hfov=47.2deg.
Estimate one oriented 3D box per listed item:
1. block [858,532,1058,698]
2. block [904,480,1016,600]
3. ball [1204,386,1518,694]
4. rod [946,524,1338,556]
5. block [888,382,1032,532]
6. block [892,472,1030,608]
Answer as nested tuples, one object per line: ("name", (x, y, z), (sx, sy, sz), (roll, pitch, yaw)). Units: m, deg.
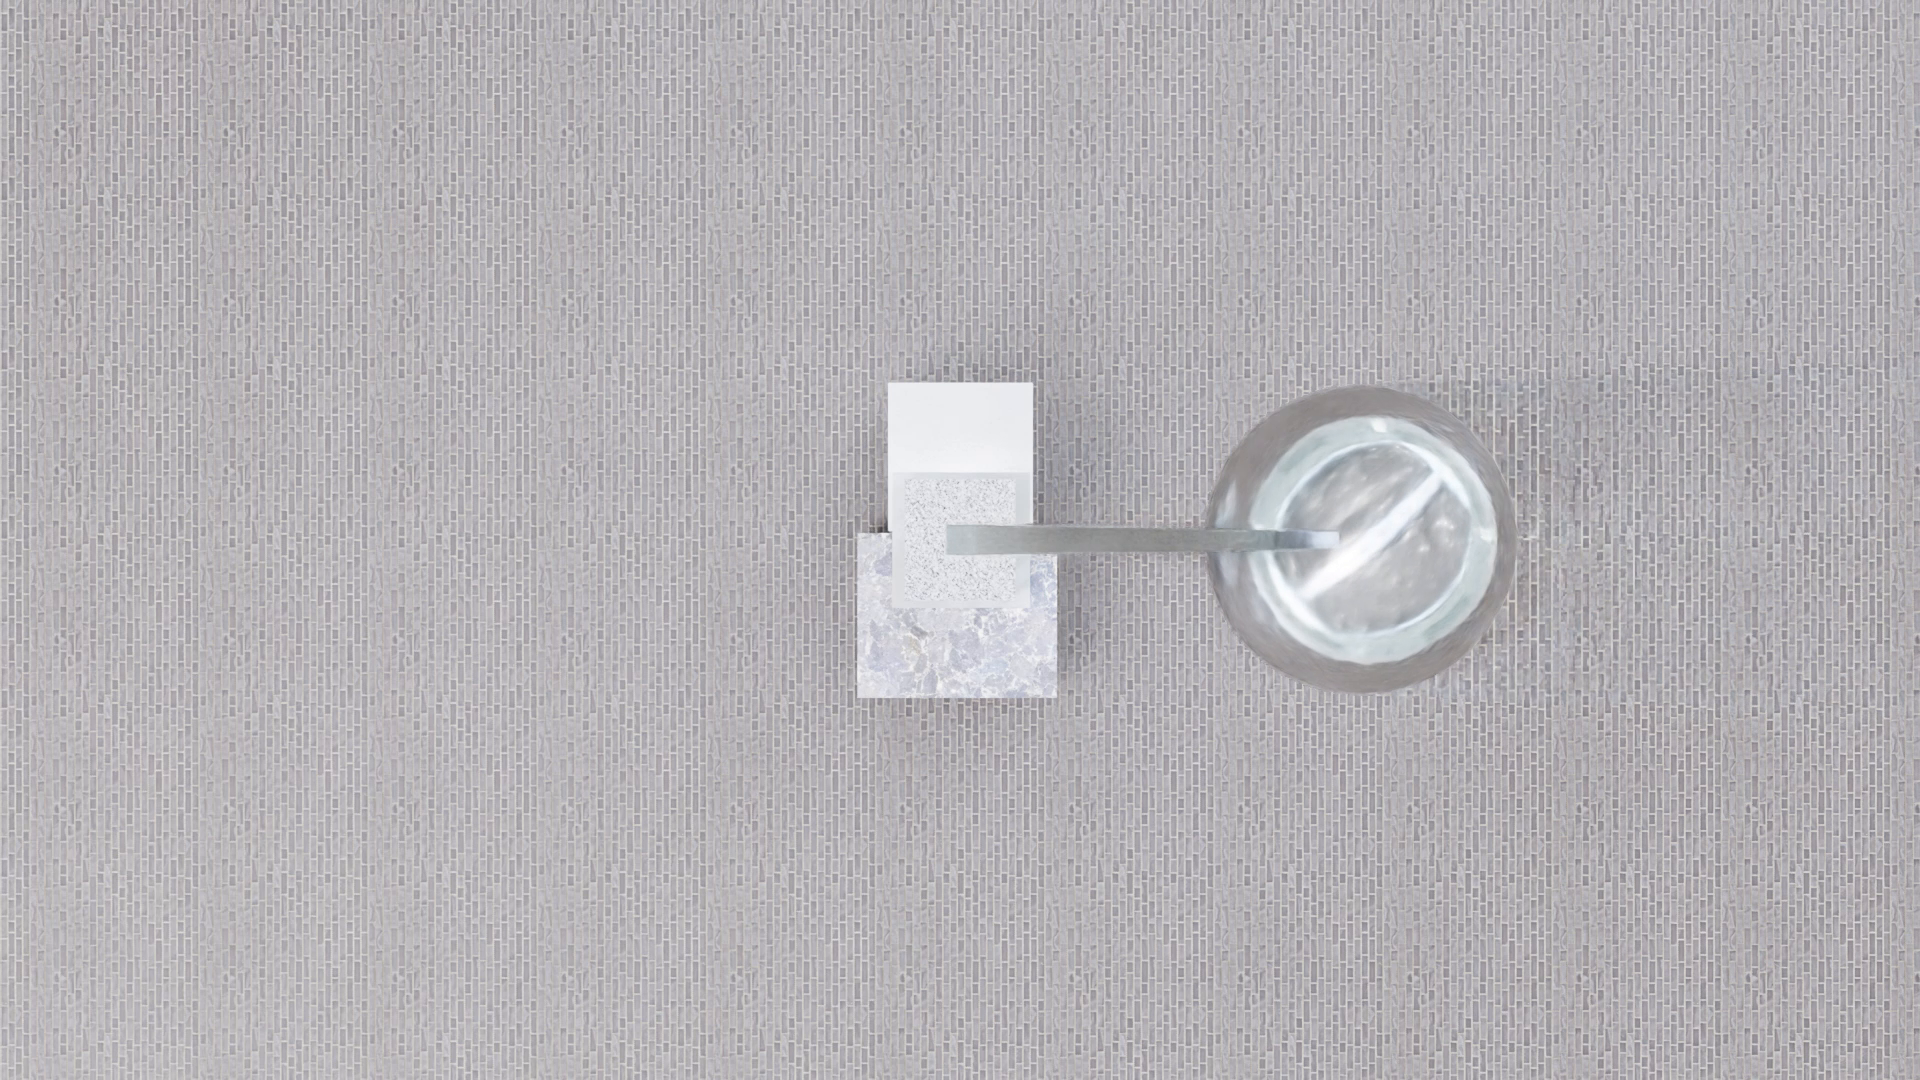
("block", (-0.015, 0.415, 12.551), (1.098, 0.897, 0.907), (0, 90, 0))
("block", (0.001, 0.000, 11.226), (0.553, 0.490, 0.605), (0, 90, 0))
("ball", (2.074, 0.000, 11.419), (1.600, 1.600, 1.600), (0, 90, 0))
("rod", (0.899, 0.000, 8.229), (0.080, 5.200, 0.080), (0, 90, 20))
("block", (0.003, -0.459, 12.570), (0.799, 0.860, 0.820), (0, 90, 0))
("block", (0.006, 0.000, 11.787), (0.719, 0.632, 0.707), (0, 90, 0))
